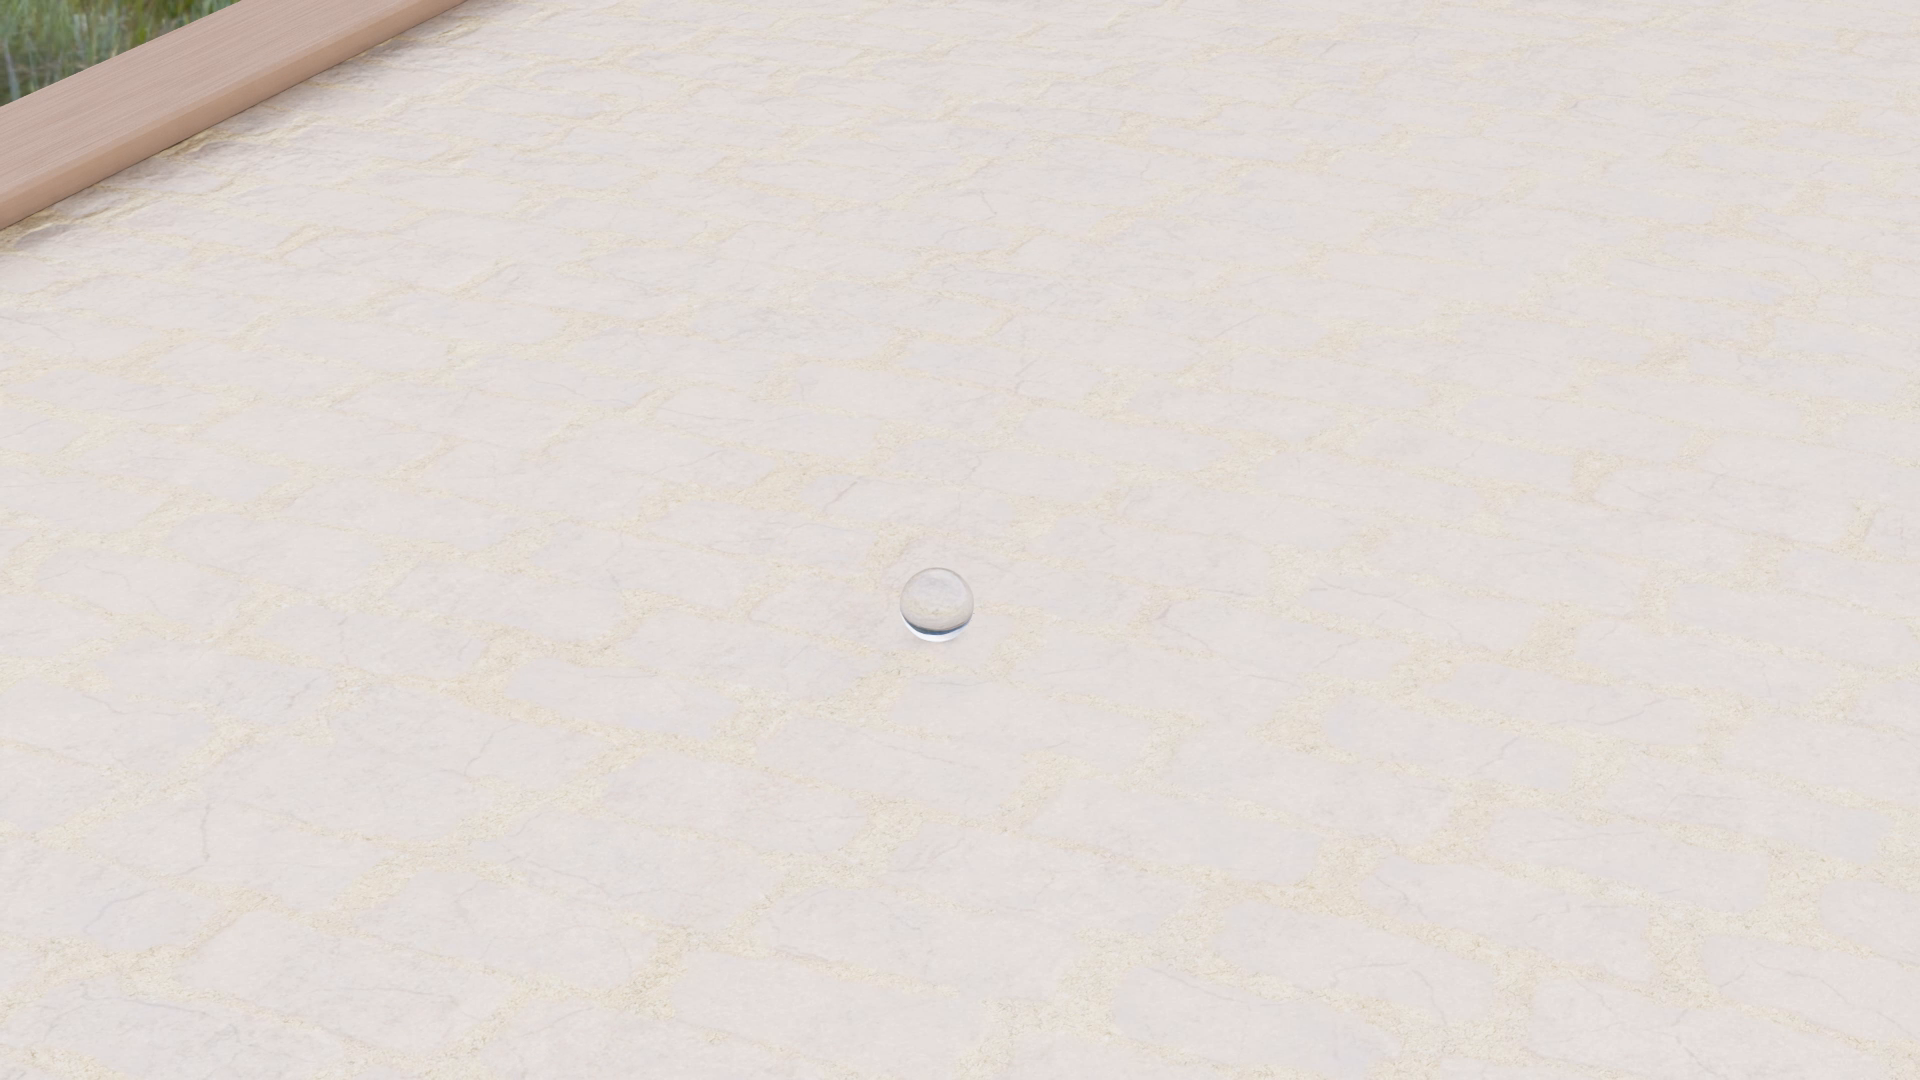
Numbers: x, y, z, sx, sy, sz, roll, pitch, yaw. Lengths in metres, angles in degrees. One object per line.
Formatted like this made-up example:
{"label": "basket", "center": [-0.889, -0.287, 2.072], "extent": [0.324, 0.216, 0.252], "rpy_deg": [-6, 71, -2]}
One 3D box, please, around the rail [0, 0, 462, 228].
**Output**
{"label": "rail", "center": [-0.446, -0.558, 2.790], "extent": [0.045, 0.092, 3.586], "rpy_deg": [12, 29, 21]}

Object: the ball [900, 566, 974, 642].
{"label": "ball", "center": [-0.013, 0.037, 1.689], "extent": [0.043, 0.043, 0.043], "rpy_deg": [0, 27, 0]}
